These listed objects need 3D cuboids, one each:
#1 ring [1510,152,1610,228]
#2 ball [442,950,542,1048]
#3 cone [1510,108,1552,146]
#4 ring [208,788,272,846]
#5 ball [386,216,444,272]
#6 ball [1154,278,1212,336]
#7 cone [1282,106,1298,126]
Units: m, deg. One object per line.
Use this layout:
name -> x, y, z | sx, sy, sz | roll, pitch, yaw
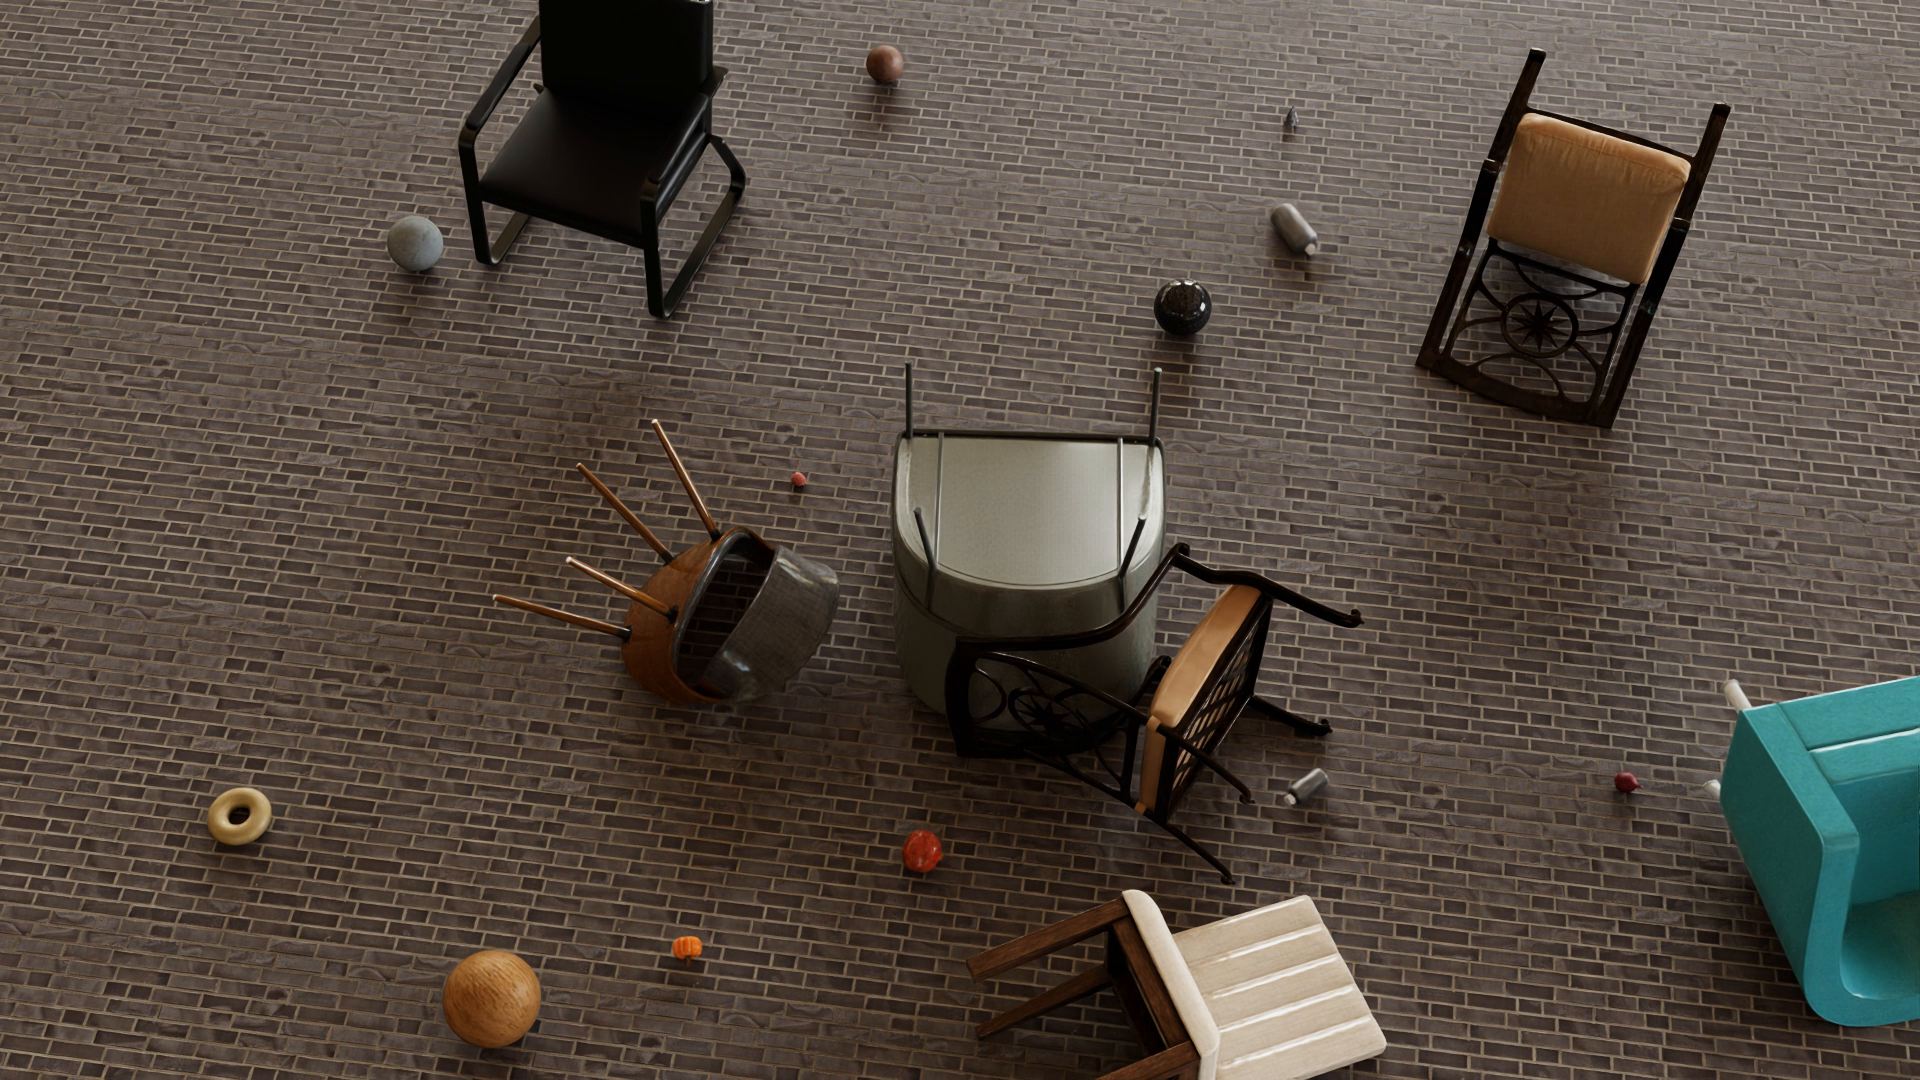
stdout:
ring -> 1.985, -1.157, 7.263 | 0.435, 0.147, 0.150 | -30, 58, -20
ball -> -1.200, 1.176, 5.635 | 0.249, 0.249, 0.249 | 0, 56, 0
cone -> 1.965, -1.394, 7.473 | 0.140, 0.136, 0.131 | 2, 37, -30
ring -> -1.977, 0.758, 6.032 | 0.176, 0.055, 0.171 | 1, 57, 2
ball -> -1.762, -0.959, 7.110 | 0.178, 0.178, 0.178 | 0, 56, 0
ball -> 0.705, -0.737, 6.957 | 0.185, 0.185, 0.185 | 0, 56, 0
cone -> 1.134, -1.456, 7.499 | 0.058, 0.087, 0.038 | -18, 58, -12
